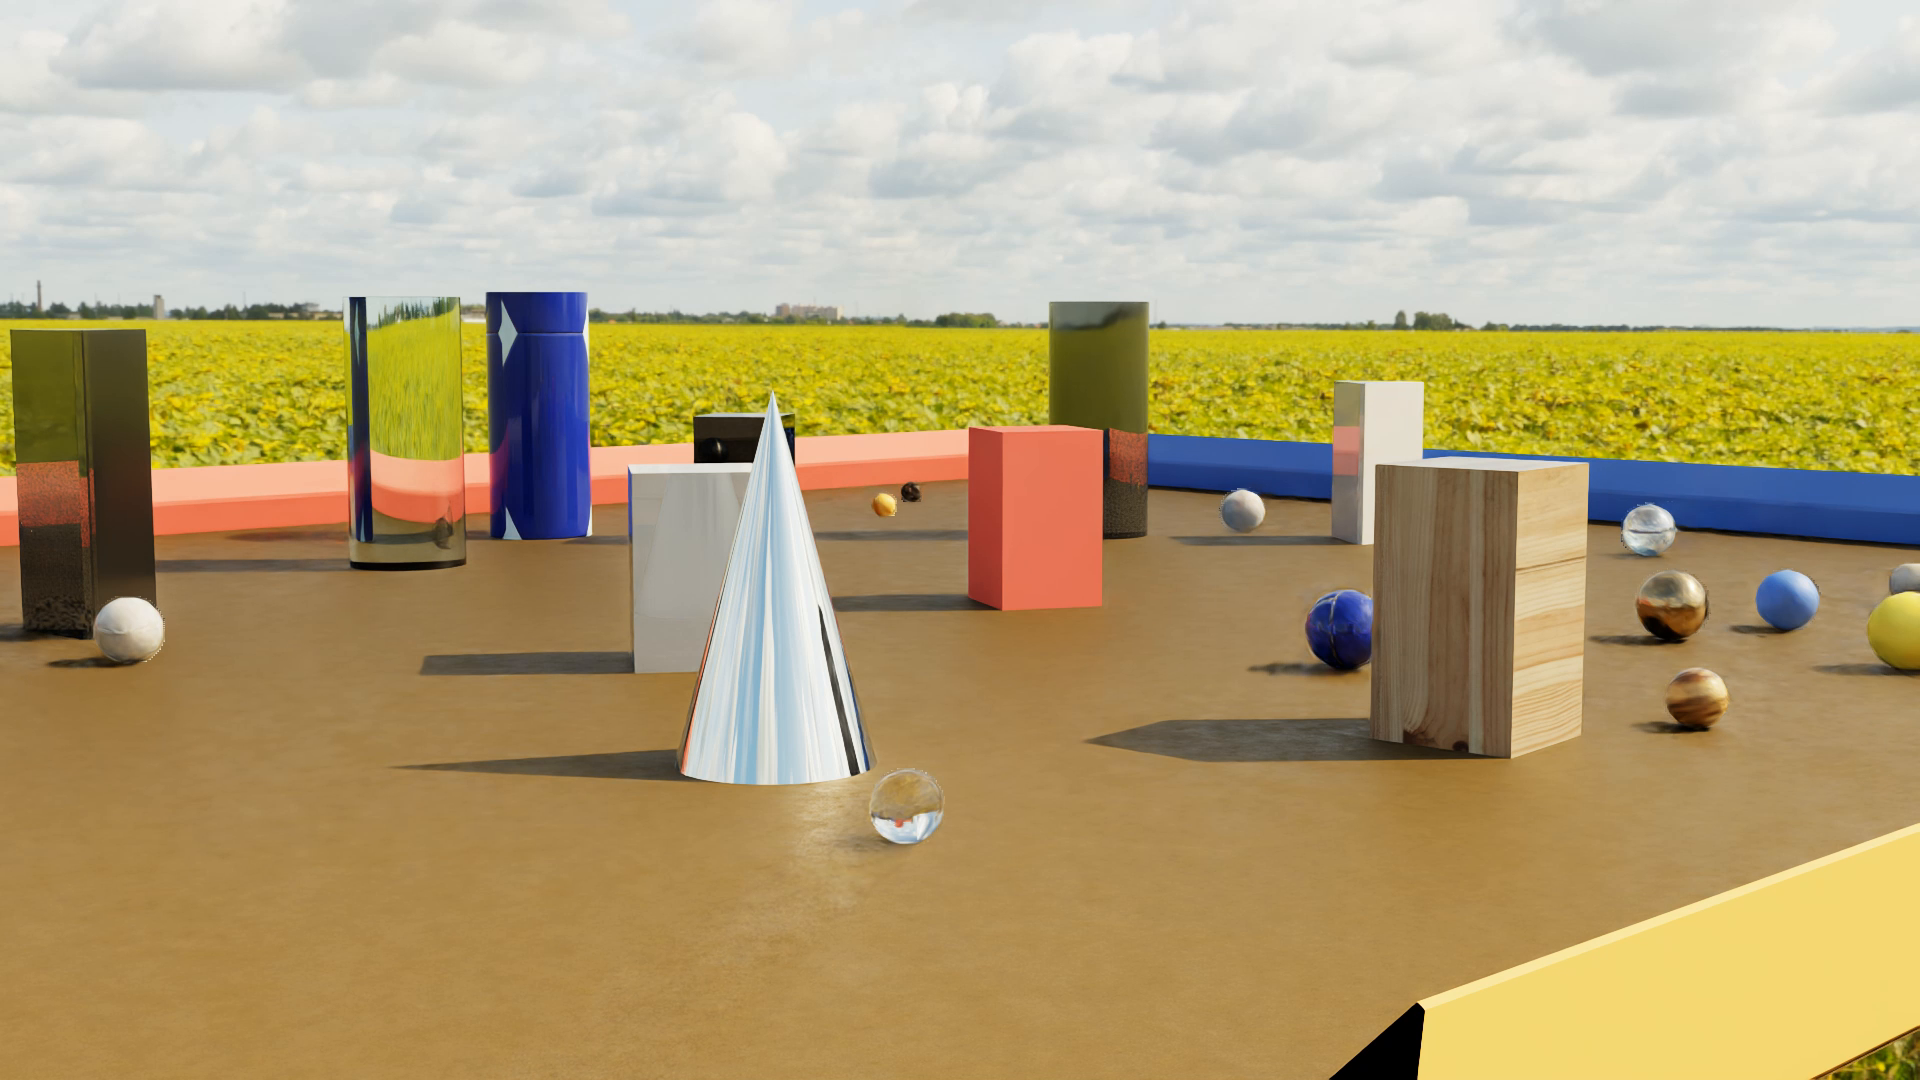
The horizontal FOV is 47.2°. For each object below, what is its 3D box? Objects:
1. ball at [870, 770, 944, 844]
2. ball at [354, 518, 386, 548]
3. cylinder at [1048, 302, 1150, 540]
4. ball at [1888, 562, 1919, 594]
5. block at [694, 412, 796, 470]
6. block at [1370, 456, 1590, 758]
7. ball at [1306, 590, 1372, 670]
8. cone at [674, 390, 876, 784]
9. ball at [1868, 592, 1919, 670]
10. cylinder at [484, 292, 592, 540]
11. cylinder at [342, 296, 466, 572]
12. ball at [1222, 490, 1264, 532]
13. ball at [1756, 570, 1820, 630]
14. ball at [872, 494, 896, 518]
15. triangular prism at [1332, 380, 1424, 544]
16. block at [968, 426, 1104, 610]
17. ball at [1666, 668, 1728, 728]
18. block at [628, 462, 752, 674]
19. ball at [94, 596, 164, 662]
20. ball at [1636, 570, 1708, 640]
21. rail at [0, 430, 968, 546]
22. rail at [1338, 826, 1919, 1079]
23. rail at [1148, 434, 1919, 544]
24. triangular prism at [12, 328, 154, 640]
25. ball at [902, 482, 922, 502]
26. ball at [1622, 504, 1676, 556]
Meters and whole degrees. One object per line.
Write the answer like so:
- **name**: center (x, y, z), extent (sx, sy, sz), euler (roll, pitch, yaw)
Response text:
- **ball**: center (-0.045, 0.224, 1.842), extent (0.062, 0.062, 0.062), euler (0, 6, 0)
- **ball**: center (-1.110, -0.014, 4.142), extent (0.059, 0.059, 0.059), euler (0, 6, 0)
- **cylinder**: center (0.276, -0.242, 4.381), extent (0.200, 0.463, 0.200), euler (0, 6, 0)
- **ball**: center (1.443, 0.067, 3.331), extent (0.066, 0.066, 0.066), euler (0, 6, 0)
- **block**: center (-0.419, -0.122, 4.292), extent (0.160, 0.244, 0.160), euler (1, 6, 10)
- **block**: center (0.541, 0.064, 2.293), extent (0.160, 0.287, 0.160), euler (5, 8, 40)
- **ball**: center (0.481, 0.112, 2.738), extent (0.100, 0.100, 0.100), euler (0, 6, 0)
- **cone**: center (-0.182, 0.037, 2.155), extent (0.200, 0.369, 0.200), euler (0, 6, 0)
- **ball**: center (1.181, 0.113, 2.736), extent (0.097, 0.097, 0.097), euler (0, 6, 0)
- **cylinder**: center (-0.837, -0.250, 4.371), extent (0.200, 0.482, 0.200), euler (0, 6, 0)
- **cylinder**: center (-0.973, -0.190, 3.855), extent (0.200, 0.469, 0.200), euler (0, 6, 0)
- **ball**: center (0.571, -0.058, 4.435), extent (0.086, 0.086, 0.086), euler (0, 6, 0)
- **ball**: center (1.161, 0.084, 3.087), extent (0.083, 0.083, 0.083), euler (0, 6, 0)
- **ball**: center (-0.165, -0.075, 4.769), extent (0.051, 0.051, 0.051), euler (0, 6, 0)
- **triangular prism**: center (0.788, -0.156, 4.303), extent (0.173, 0.308, 0.150), euler (-5, 7, -37)
- **block**: center (0.114, -0.038, 3.370), extent (0.160, 0.266, 0.160), euler (-2, 6, -18)
- **ball**: center (0.790, 0.169, 2.356), extent (0.064, 0.064, 0.064), euler (0, 6, 0)
- **block**: center (-0.337, 0.032, 2.791), extent (0.160, 0.247, 0.160), euler (-1, 6, -10)
- **ball**: center (-1.056, 0.114, 2.793), extent (0.084, 0.084, 0.084), euler (0, 6, 0)
- **ball**: center (0.968, 0.088, 2.988), extent (0.095, 0.095, 0.095), euler (0, 6, 0)
- **rail**: center (-1.246, -0.106, 4.675), extent (3.891, 0.130, 0.045), euler (-5, 8, -42)
- **rail**: center (1.246, 0.174, 1.988), extent (3.891, 0.130, 0.045), euler (-5, 8, -42)
- **rail**: center (1.412, -0.101, 4.628), extent (0.045, 0.130, 3.723), euler (-5, 8, -42)
- **triangular prism**: center (-1.202, -0.084, 3.078), extent (0.173, 0.419, 0.150), euler (5, 8, 39)
- **ball**: center (-0.113, -0.112, 5.143), extent (0.048, 0.048, 0.048), euler (0, 6, 0)
- **ball**: center (1.257, -0.018, 4.012), extent (0.094, 0.094, 0.094), euler (0, 6, 0)
